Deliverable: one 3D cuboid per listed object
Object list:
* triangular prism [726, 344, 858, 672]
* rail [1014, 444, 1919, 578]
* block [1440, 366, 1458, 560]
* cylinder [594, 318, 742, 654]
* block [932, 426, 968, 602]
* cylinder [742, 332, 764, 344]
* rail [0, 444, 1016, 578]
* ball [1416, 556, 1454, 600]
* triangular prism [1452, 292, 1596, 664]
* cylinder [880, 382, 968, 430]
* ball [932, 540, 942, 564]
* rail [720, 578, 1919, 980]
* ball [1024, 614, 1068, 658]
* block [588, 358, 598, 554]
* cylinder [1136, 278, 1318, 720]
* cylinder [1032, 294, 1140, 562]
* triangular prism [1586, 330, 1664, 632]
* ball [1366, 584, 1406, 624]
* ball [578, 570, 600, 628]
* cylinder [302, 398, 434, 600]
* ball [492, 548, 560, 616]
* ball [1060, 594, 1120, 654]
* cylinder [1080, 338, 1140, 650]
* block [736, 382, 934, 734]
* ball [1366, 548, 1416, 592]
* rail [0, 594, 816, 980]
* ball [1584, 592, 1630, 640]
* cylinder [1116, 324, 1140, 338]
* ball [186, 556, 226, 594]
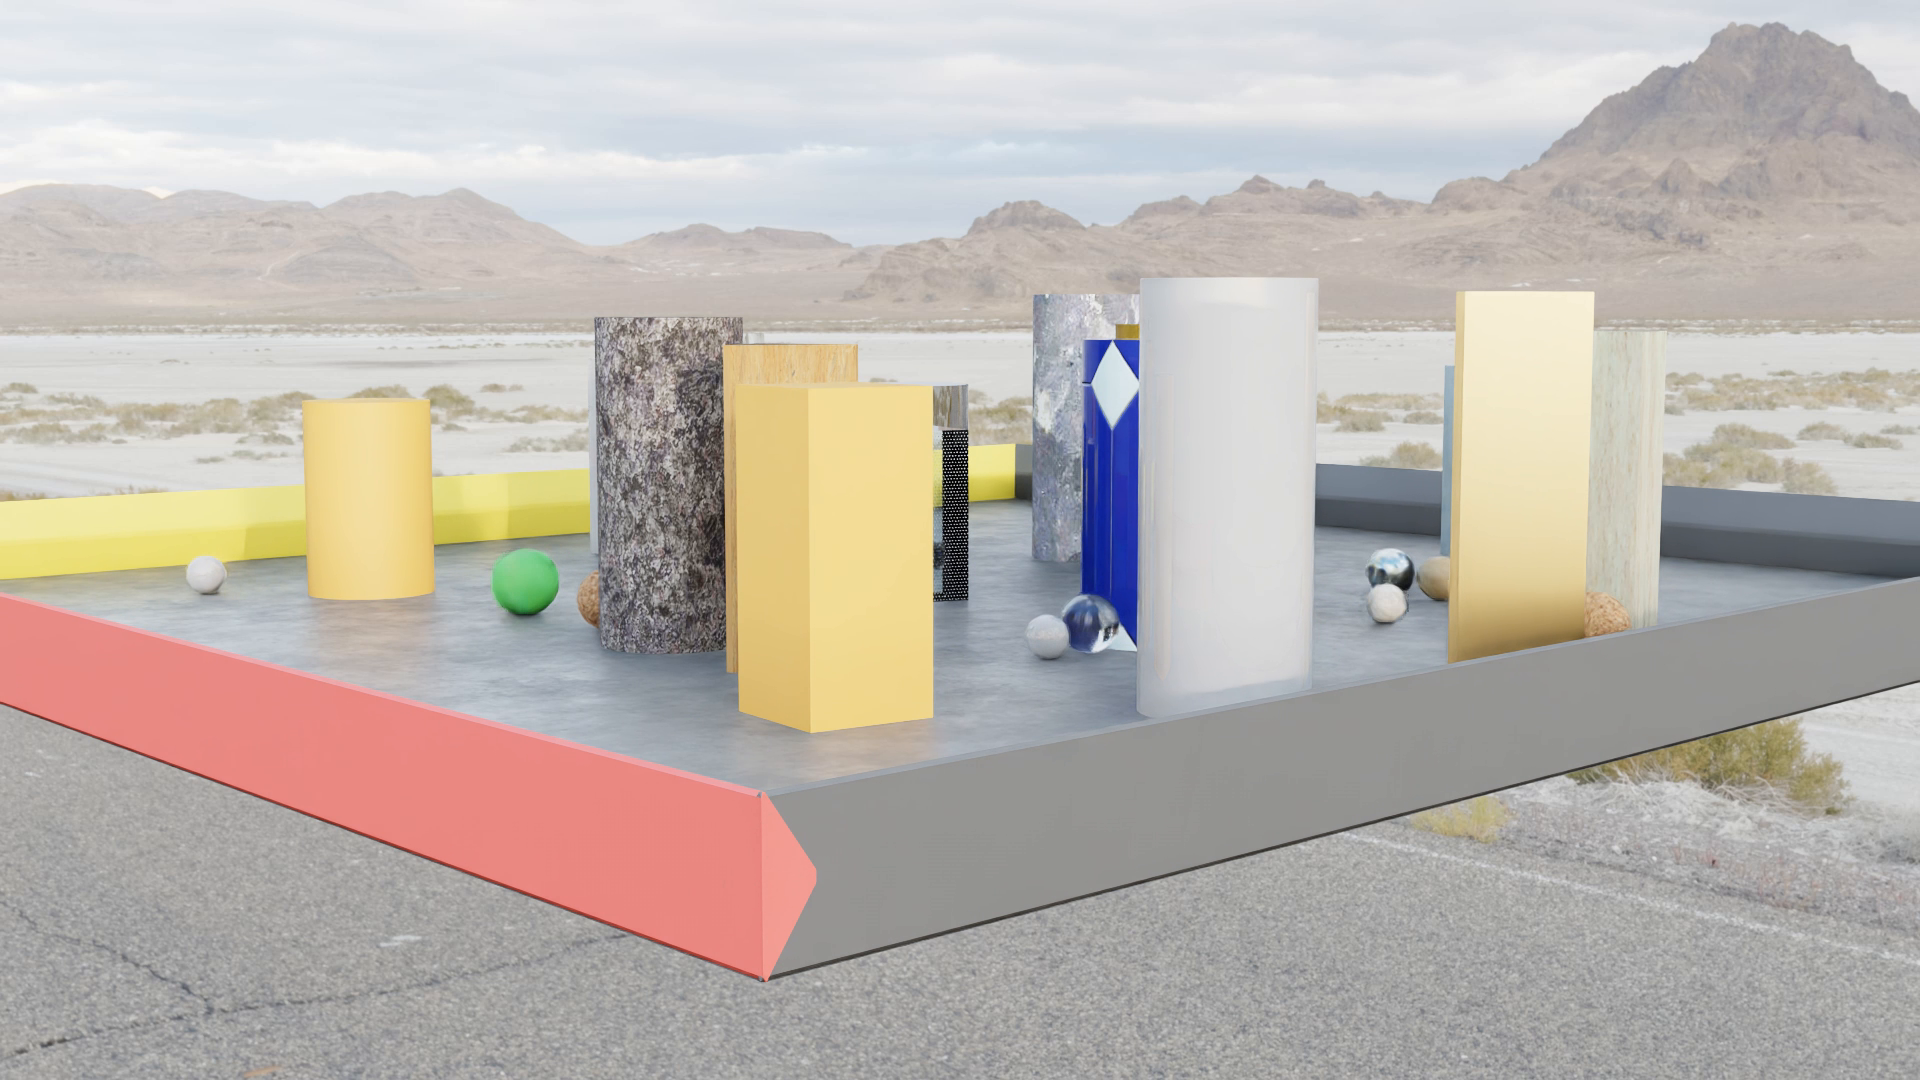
[{"bbox_3d":[-0.231,-0.047,2.782,0.169,0.401,0.146,-2,6,-21],"label":"triangular prism"},{"bbox_3d":[0.995,-0.063,4.245,0.045,0.126,2.601,-5,8,-42],"label":"rail"},{"bbox_3d":[0.881,-0.099,3.504,0.156,0.356,0.156,-4,7,-32],"label":"block"},{"bbox_3d":[-0.385,-0.078,2.927,0.195,0.434,0.195,0,6,0],"label":"cylinder"},{"bbox_3d":[-0.090,-0.042,3.409,0.156,0.262,0.156,-3,7,-24],"label":"block"},{"bbox_3d":[-0.414,-0.133,3.586,0.195,0.406,0.195,0,6,0],"label":"cylinder"},{"bbox_3d":[-0.866,-0.065,4.265,2.755,0.126,0.045,-5,8,-42],"label":"rail"},{"bbox_3d":[0.737,0.058,3.381,0.068,0.068,0.068,0,6,0],"label":"ball"},{"bbox_3d":[0.619,-0.055,2.564,0.169,0.464,0.146,-2,6,-15],"label":"triangular prism"},{"bbox_3d":[-0.082,-0.099,3.668,0.195,0.321,0.195,0,6,0],"label":"cylinder"},{"bbox_3d":[-0.056,0.021,3.827,0.049,0.049,0.049,0,6,0],"label":"ball"},{"bbox_3d":[0.866,0.131,2.399,2.755,0.126,0.045,-5,8,-42],"label":"rail"},{"bbox_3d":[0.111,0.124,2.813,0.056,0.056,0.056,0,6,0],"label":"ball"},{"bbox_3d":[-0.576,-0.158,4.053,0.156,0.357,0.156,2,6,20],"label":"block"},{"bbox_3d":[0.294,-0.048,2.430,0.195,0.478,0.195,0,6,0],"label":"cylinder"},{"bbox_3d":[0.228,-0.204,3.949,0.195,0.471,0.195,0,6,0],"label":"cylinder"},{"bbox_3d":[0.876,-0.066,2.899,0.146,0.416,0.169,-4,7,-35],"label":"triangular prism"},{"bbox_3d":[0.607,0.090,3.131,0.057,0.057,0.057,0,6,0],"label":"ball"},{"bbox_3d":[-0.490,0.082,3.067,0.087,0.087,0.087,0,6,0],"label":"ball"},{"bbox_3d":[-0.931,-0.068,3.464,0.195,0.303,0.195,0,6,0],"label":"cylinder"},{"bbox_3d":[-0.634,0.061,3.211,0.097,0.097,0.097,0,6,0],"label":"ball"},{"bbox_3d":[0.169,0.108,2.858,0.078,0.078,0.078,0,6,0],"label":"ball"},{"bbox_3d":[0.260,-0.066,2.947,0.195,0.405,0.195,0,6,0],"label":"cylinder"},{"bbox_3d":[-0.138,0.012,2.408,0.156,0.363,0.156,-4,7,-34],"label":"block"},{"bbox_3d":[0.672,0.050,3.427,0.075,0.075,0.075,0,6,0],"label":"ball"},{"bbox_3d":[-0.995,0.129,2.419,0.045,0.126,2.601,-5,8,-42],"label":"rail"},{"bbox_3d":[0.805,0.109,2.791,0.089,0.089,0.089,0,6,0],"label":"ball"},{"bbox_3d":[0.344,-0.133,3.512,0.195,0.421,0.195,0,6,0],"label":"cylinder"},{"bbox_3d":[-1.185,0.055,3.457,0.059,0.059,0.059,0,6,0],"label":"ball"}]
